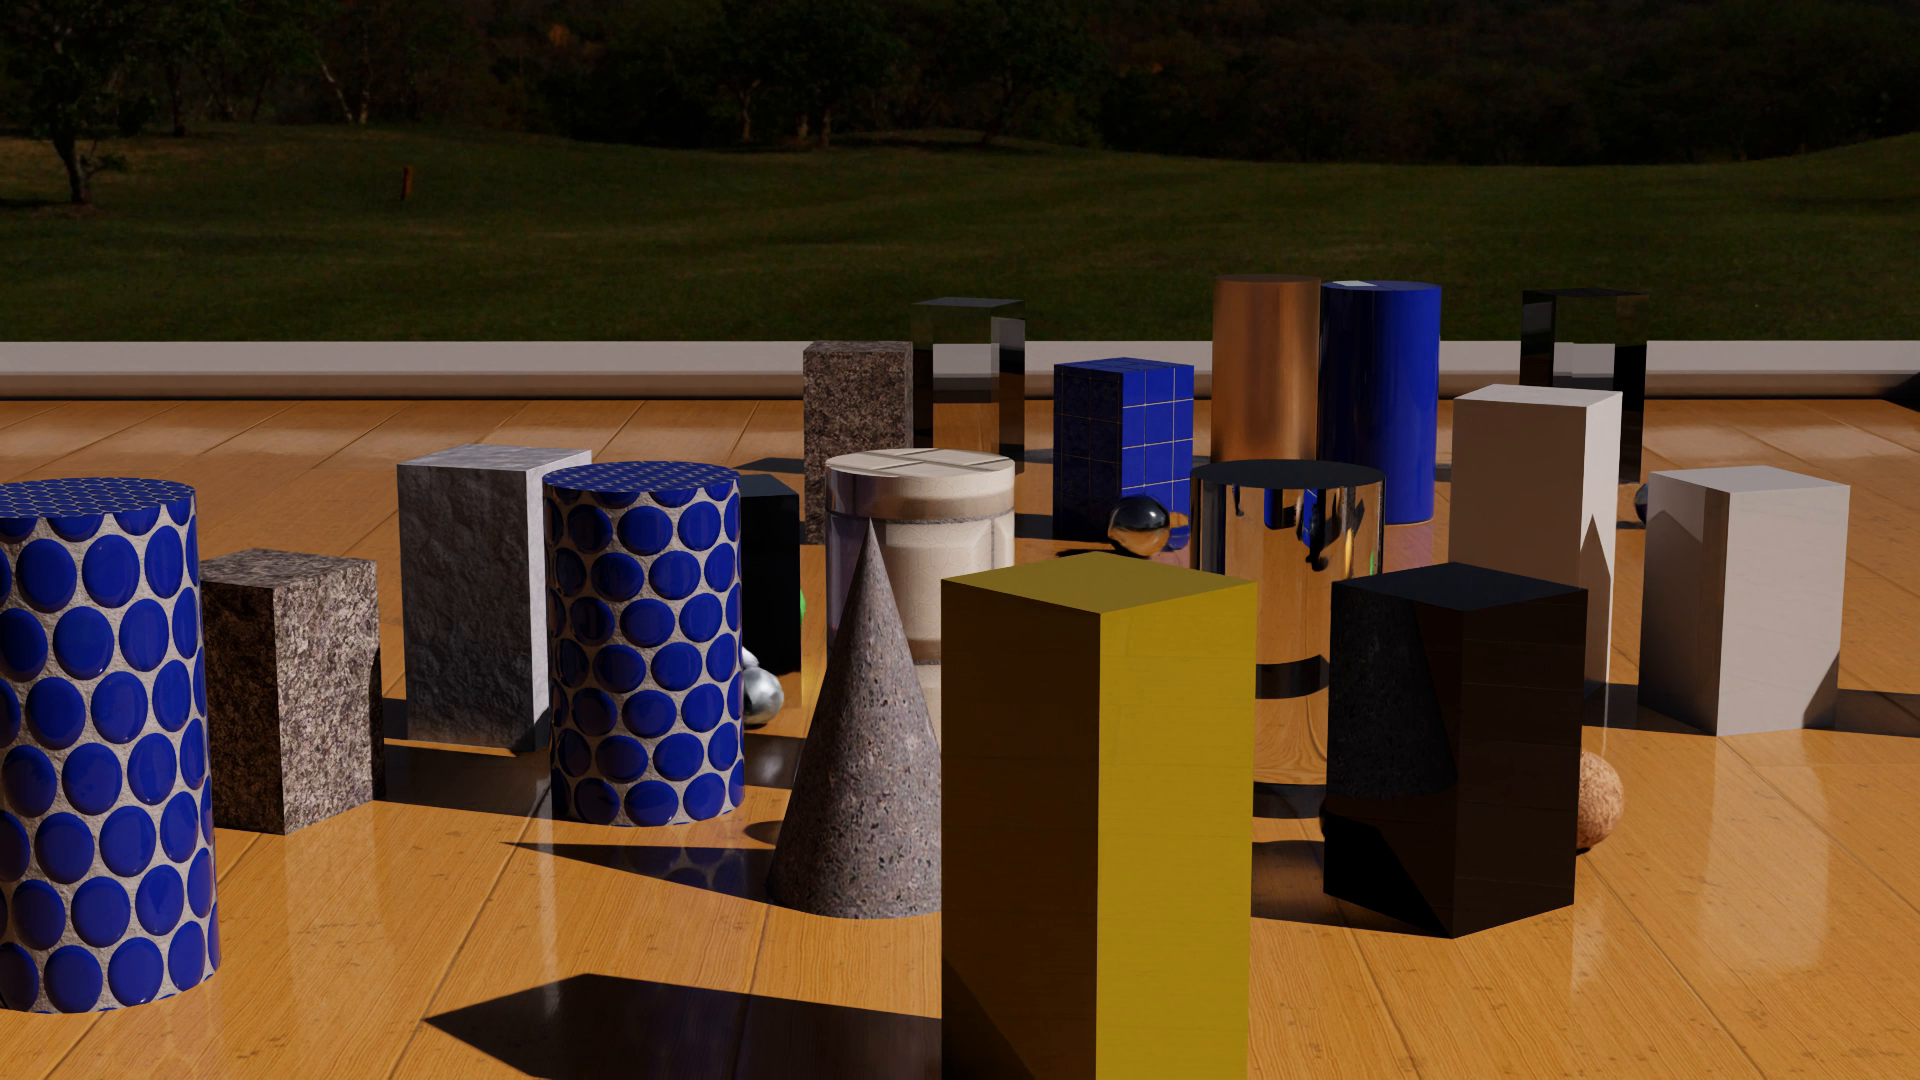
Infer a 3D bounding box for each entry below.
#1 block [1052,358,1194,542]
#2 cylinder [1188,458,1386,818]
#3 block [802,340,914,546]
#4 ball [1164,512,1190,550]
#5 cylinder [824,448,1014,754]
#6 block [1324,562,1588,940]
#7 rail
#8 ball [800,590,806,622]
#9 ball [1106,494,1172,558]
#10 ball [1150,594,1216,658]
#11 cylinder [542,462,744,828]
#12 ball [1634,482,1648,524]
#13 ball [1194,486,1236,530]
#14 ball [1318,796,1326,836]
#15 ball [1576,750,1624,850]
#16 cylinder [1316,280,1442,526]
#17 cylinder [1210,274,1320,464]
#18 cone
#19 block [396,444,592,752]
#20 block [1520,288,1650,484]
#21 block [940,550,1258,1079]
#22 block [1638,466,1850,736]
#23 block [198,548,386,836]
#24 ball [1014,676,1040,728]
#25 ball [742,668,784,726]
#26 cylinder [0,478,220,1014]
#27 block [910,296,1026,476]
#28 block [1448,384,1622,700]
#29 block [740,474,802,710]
[{"bbox_3d":[0.255,-0.143,4.017,0.154,0.264,0.154,-9,14,-40],"label":"block"},{"bbox_3d":[0.325,0.095,2.569,0.193,0.326,0.193,0,11,0],"label":"cylinder"},{"bbox_3d":[-0.155,-0.152,3.973,0.154,0.298,0.154,1,11,4],"label":"block"},{"bbox_3d":[0.324,-0.014,3.884,0.059,0.059,0.059,0,11,0],"label":"ball"},{"bbox_3d":[-0.041,0.082,2.630,0.193,0.328,0.193,0,11,0],"label":"cylinder"},{"bbox_3d":[0.431,0.178,2.241,0.154,0.282,0.154,-8,13,-36],"label":"block"},{"bbox_3d":[-0.013,-0.368,5.604,4.350,0.125,0.045,0,11,0],"label":"rail"},{"bbox_3d":[-0.240,0.084,3.292,0.082,0.082,0.082,0,11,0],"label":"ball"},{"bbox_3d":[0.266,-0.020,3.814,0.096,0.096,0.096,0,11,0],"label":"ball"},{"bbox_3d":[0.276,0.106,3.176,0.081,0.081,0.081,0,11,0],"label":"ball"},{"bbox_3d":[-0.312,0.099,2.543,0.193,0.328,0.193,0,11,0],"label":"cylinder"},{"bbox_3d":[1.109,-0.058,4.078,0.075,0.075,0.075,0,11,0],"label":"ball"},{"bbox_3d":[0.403,-0.051,4.059,0.067,0.067,0.067,0,11,0],"label":"ball"},{"bbox_3d":[0.370,0.258,2.379,0.075,0.075,0.075,0,11,0],"label":"ball"},{"bbox_3d":[0.575,0.243,2.407,0.094,0.094,0.094,0,11,0],"label":"ball"},{"bbox_3d":[0.675,-0.224,4.151,0.193,0.375,0.193,0,11,0],"label":"cylinder"},{"bbox_3d":[0.554,-0.303,4.657,0.193,0.345,0.193,0,11,0],"label":"cylinder"},{"bbox_3d":[-0.079,0.144,2.275,0.193,0.336,0.193,0,11,0],"label":"cone"},{"bbox_3d":[-0.505,0.059,2.816,0.154,0.305,0.154,3,11,18],"label":"block"},{"bbox_3d":[1.094,-0.270,4.518,0.154,0.331,0.154,-4,11,-22],"label":"block"},{"bbox_3d":[0.096,0.212,1.800,0.154,0.376,0.154,-10,14,-42],"label":"block"},{"bbox_3d":[0.877,0.065,2.882,0.154,0.271,0.154,-4,11,-18],"label":"block"},{"bbox_3d":[-0.681,0.145,2.530,0.154,0.241,0.154,5,12,25],"label":"block"},{"bbox_3d":[0.061,0.179,2.850,0.057,0.057,0.057,0,11,0],"label":"ball"},{"bbox_3d":[-0.229,0.174,2.853,0.065,0.065,0.065,0,11,0],"label":"ball"},{"bbox_3d":[-0.701,0.158,2.050,0.193,0.391,0.193,0,11,0],"label":"cylinder"},{"bbox_3d":[0.014,-0.268,4.561,0.154,0.311,0.154,5,11,24],"label":"block"},{"bbox_3d":[0.671,0.003,3.006,0.154,0.347,0.154,6,12,28],"label":"block"},{"bbox_3d":[-0.277,0.061,2.963,0.154,0.248,0.154,-3,11,-16],"label":"block"}]
